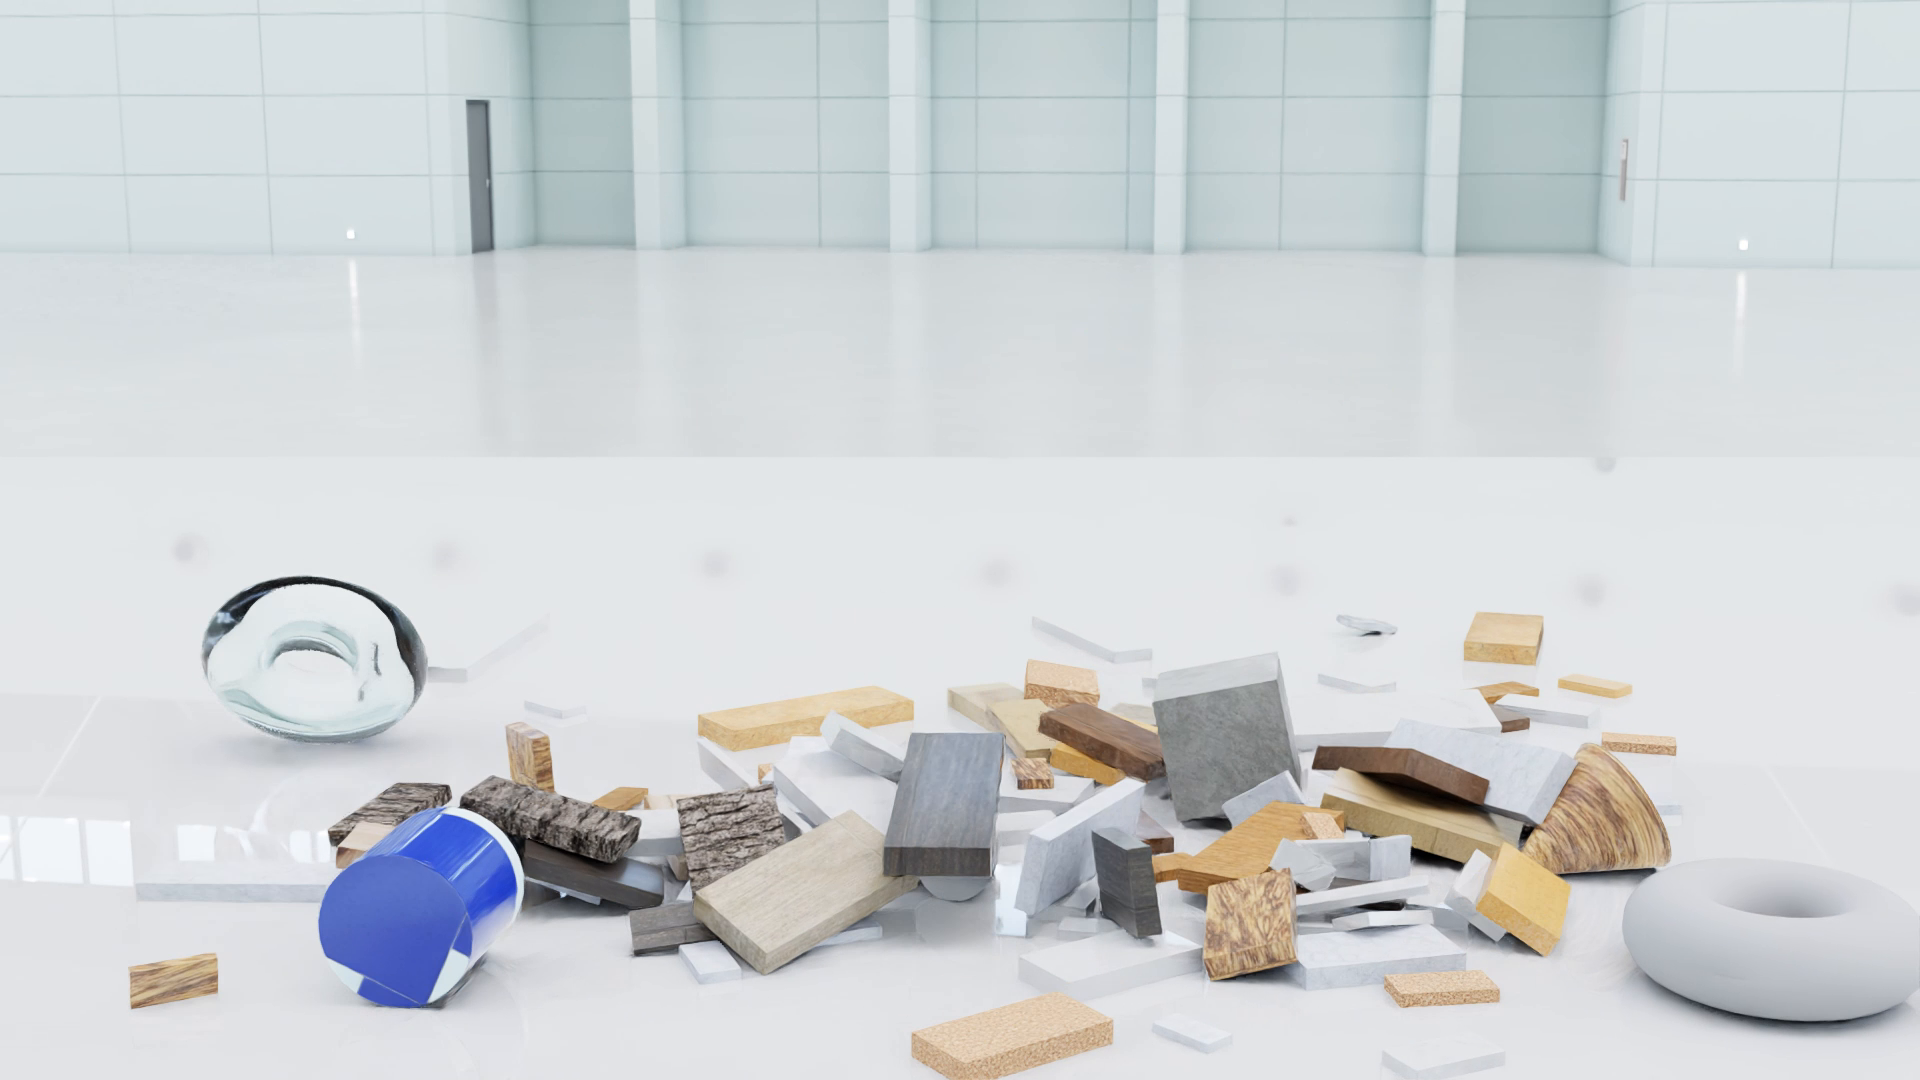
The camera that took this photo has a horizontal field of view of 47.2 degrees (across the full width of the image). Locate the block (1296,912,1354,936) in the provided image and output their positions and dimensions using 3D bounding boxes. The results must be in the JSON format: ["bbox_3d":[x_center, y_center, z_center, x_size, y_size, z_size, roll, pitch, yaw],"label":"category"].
[{"bbox_3d":[0.555,0.612,3.497,0.146,0.019,0.067,2,11,10],"label":"block"}]

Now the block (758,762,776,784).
[{"bbox_3d":[-0.295,0.474,4.198,0.126,0.036,0.251,-4,11,-19],"label":"block"}]

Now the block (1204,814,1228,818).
[{"bbox_3d":[0.478,0.494,4.061,0.121,0.017,0.060,-5,11,44],"label":"block"}]

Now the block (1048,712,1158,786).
[{"bbox_3d":[0.290,0.413,4.401,0.137,0.039,0.274,17,18,18],"label":"block"}]

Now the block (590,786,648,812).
[{"bbox_3d":[-0.647,0.492,4.075,0.059,0.017,0.270,2,5,10],"label":"block"}]

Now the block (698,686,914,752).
[{"bbox_3d":[-0.326,0.378,4.690,0.440,0.044,0.157,-7,13,-34],"label":"block"}]

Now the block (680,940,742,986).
[{"bbox_3d":[-0.380,0.642,3.342,0.063,0.018,0.127,-4,11,-21],"label":"block"}]

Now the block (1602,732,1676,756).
[{"bbox_3d":[1.398,0.420,4.529,0.146,0.021,0.073,3,11,15],"label":"block"}]

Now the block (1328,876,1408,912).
[{"bbox_3d":[0.656,0.572,3.544,0.122,0.017,0.061,4,20,23],"label":"block"}]

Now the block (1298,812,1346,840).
[{"bbox_3d":[0.623,0.508,3.701,0.061,0.017,0.121,7,35,-30],"label":"block"}]

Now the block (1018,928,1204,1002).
[{"bbox_3d":[0.227,0.637,3.316,0.254,0.036,0.127,-7,13,-33],"label":"block"}]

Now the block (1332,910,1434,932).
[{"bbox_3d":[0.660,0.595,3.427,0.149,0.021,0.075,6,-20,-38],"label":"block"}]

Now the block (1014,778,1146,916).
[{"bbox_3d":[0.202,0.499,3.622,0.036,0.127,0.402,17,14,24],"label":"block"}]

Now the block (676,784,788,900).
[{"bbox_3d":[-0.366,0.521,3.610,0.165,0.047,0.330,-9,28,-9],"label":"block"}]

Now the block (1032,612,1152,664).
[{"bbox_3d":[0.324,0.241,5.467,0.105,0.030,0.446,-5,12,-24],"label":"block"}]

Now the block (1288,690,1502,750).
[{"bbox_3d":[0.877,0.375,4.586,0.477,0.039,0.137,-1,31,-10],"label":"block"}]

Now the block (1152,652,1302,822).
[{"bbox_3d":[0.497,0.361,4.075,0.228,0.228,0.228,-11,8,10],"label":"block"}]

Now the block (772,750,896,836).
[{"bbox_3d":[-0.185,0.462,3.839,0.148,0.042,0.341,-12,25,-28],"label":"block"}]

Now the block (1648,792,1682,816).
[{"bbox_3d":[1.166,0.499,4.102,0.347,0.021,0.073,-1,11,-8],"label":"block"}]

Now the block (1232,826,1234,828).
[{"bbox_3d":[0.545,0.507,4.069,0.060,0.017,0.153,3,11,15],"label":"block"}]

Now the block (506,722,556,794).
[{"bbox_3d":[-0.746,0.441,3.847,0.032,0.227,0.113,-12,16,-33],"label":"block"}]

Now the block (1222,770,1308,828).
[{"bbox_3d":[0.543,0.473,3.927,0.139,0.069,0.020,-32,-4,26],"label":"block"}]

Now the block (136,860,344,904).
[{"bbox_3d":[-1.089,0.572,3.678,0.536,0.032,0.113,0,11,1],"label":"block"}]

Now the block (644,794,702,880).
[{"bbox_3d":[-0.467,0.517,3.853,0.117,0.033,0.284,0,17,-21],"label":"block"}]

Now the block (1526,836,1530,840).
[{"bbox_3d":[1.088,0.537,3.894,0.151,0.021,0.076,-5,12,-25],"label":"block"}]

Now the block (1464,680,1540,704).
[{"bbox_3d":[1.207,0.345,4.922,0.164,0.023,0.082,-6,12,-30],"label":"block"}]

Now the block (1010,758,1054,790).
[{"bbox_3d":[0.135,0.443,4.165,0.069,0.020,0.139,-1,11,-5],"label":"block"}]

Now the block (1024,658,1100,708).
[{"bbox_3d":[0.223,0.323,4.856,0.157,0.044,0.314,10,7,1],"label":"block"}]

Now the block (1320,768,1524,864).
[{"bbox_3d":[0.812,0.493,3.872,0.335,0.047,0.167,16,15,16],"label":"block"}]

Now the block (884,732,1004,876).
[{"bbox_3d":[-0.020,0.431,3.657,0.165,0.047,0.555,0,13,3],"label":"block"}]

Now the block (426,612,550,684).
[{"bbox_3d":[-1.157,0.257,5.364,0.126,0.036,0.601,1,11,8],"label":"block"}]

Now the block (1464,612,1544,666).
[{"bbox_3d":[1.343,0.241,5.421,0.167,0.047,0.353,3,11,17],"label":"block"}]

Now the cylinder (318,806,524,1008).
[{"bbox_3d":[-0.799,0.544,3.279,0.231,0.231,0.231,1,11,7],"label":"cylinder"}]

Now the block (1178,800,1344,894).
[{"bbox_3d":[0.512,0.523,3.715,0.134,0.038,0.348,5,16,34],"label":"block"}]

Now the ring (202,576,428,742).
[{"bbox_3d":[-1.313,0.248,4.478,0.448,0.448,0.149,-1,46,-4],"label":"ring"}]

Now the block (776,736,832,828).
[{"bbox_3d":[-0.249,0.444,3.997,0.148,0.042,0.295,2,22,2],"label":"block"}]

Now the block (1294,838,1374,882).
[{"bbox_3d":[0.619,0.529,3.628,0.134,0.067,0.019,-1,6,-4],"label":"block"}]

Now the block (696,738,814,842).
[{"bbox_3d":[-0.321,0.479,3.816,0.017,0.061,0.642,-15,22,-26],"label":"block"}]

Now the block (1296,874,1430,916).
[{"bbox_3d":[0.569,0.575,3.495,0.351,0.015,0.052,-11,8,12],"label":"block"}]

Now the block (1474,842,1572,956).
[{"bbox_3d":[0.901,0.570,3.511,0.129,0.036,0.257,34,19,11],"label":"block"}]

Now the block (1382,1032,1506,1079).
[{"bbox_3d":[0.659,0.705,2.994,0.149,0.021,0.075,-5,12,-25],"label":"block"}]

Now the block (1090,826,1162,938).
[{"bbox_3d":[0.260,0.534,3.454,0.038,0.134,0.268,-8,0,-8],"label":"block"}]

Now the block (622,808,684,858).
[{"bbox_3d":[-0.534,0.501,3.761,0.234,0.033,0.117,0,17,-21],"label":"block"}]

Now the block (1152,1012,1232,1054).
[{"bbox_3d":[0.326,0.691,3.083,0.052,0.015,0.103,-10,14,-42],"label":"block"}]

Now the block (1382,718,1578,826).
[{"bbox_3d":[0.927,0.418,4.029,0.036,0.129,0.567,35,-9,-15],"label":"block"}]

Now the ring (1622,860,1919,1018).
[{"bbox_3d":[1.213,0.590,3.279,0.434,0.145,0.434,0,9,0],"label":"ring"}]
